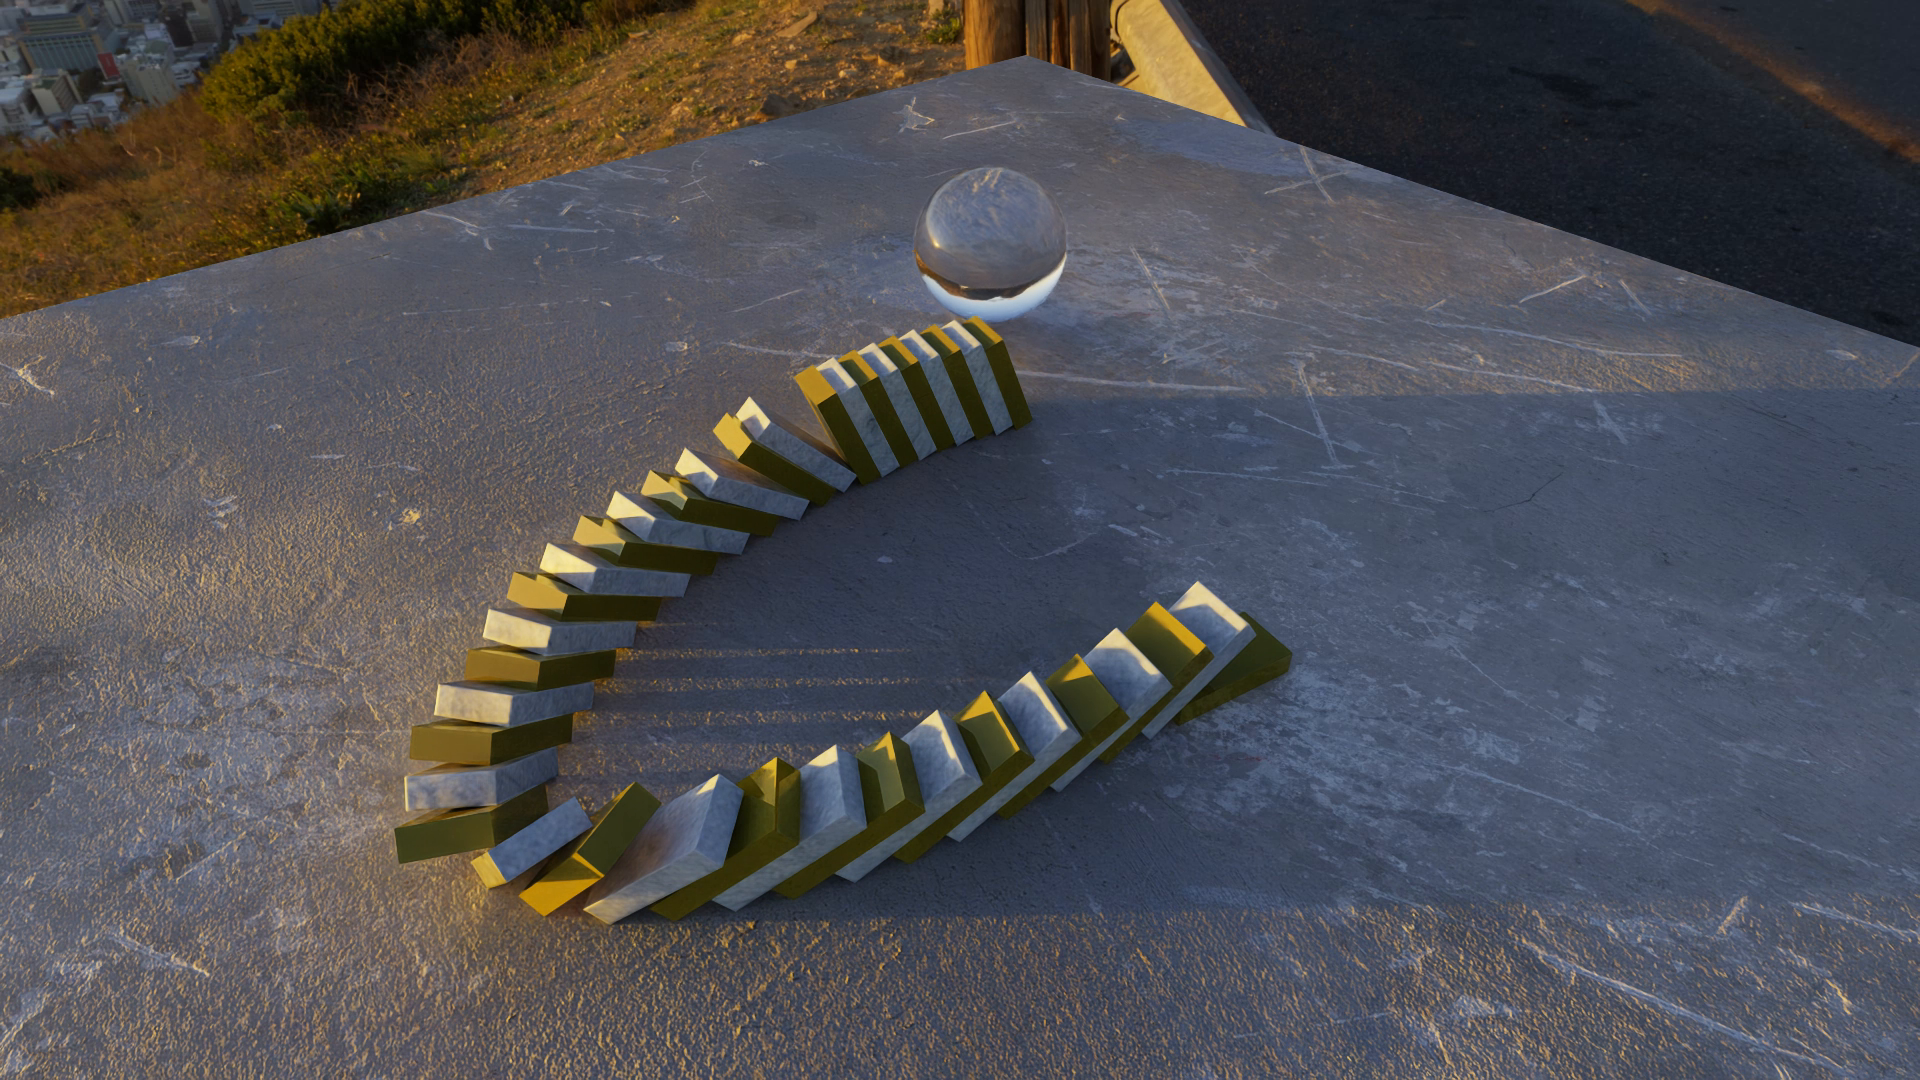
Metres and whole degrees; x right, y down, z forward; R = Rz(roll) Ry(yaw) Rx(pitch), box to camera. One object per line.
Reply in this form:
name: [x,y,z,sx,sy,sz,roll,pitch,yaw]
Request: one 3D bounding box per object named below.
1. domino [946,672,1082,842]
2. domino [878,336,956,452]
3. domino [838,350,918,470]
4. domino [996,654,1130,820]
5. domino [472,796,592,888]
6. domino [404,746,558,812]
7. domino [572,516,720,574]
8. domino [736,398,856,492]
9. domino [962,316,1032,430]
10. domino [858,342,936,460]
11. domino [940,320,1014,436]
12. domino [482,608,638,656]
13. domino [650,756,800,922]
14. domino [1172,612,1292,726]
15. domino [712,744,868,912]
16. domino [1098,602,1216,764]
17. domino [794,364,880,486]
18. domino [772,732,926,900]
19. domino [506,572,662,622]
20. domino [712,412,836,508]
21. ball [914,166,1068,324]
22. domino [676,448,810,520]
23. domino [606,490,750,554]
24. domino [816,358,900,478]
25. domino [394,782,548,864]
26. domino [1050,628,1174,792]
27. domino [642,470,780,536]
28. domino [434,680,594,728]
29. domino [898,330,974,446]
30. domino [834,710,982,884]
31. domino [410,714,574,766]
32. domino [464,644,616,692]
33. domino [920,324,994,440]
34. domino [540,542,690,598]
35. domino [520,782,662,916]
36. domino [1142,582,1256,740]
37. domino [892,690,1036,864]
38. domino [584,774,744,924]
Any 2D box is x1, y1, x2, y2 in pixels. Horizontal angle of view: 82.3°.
domino: [0.011,0.067,0.340,0.050,0.010,0.025,-41,45,7]
domino: [-0.019,-0.065,0.490,0.009,0.050,0.025,-33,46,-6]
domino: [-0.036,-0.057,0.481,0.009,0.050,0.025,-33,46,-6]
domino: [0.026,0.062,0.348,0.050,0.009,0.025,-40,46,3]
domino: [-0.122,0.086,0.311,0.025,0.050,0.010,-32,90,-33]
domino: [-0.142,0.071,0.331,0.025,0.010,0.050,-4,-3,-1]
domino: [-0.118,0.002,0.418,0.025,0.009,0.050,26,8,28]
domino: [-0.069,-0.040,0.464,0.010,0.050,0.025,-52,43,7]
domino: [0.017,-0.076,0.504,0.009,0.050,0.025,-33,46,-6]
domino: [-0.028,-0.061,0.485,0.009,0.050,0.025,-33,46,-6]
domino: [0.007,-0.074,0.501,0.009,0.050,0.025,-33,46,-6]
domino: [-0.137,0.031,0.382,0.025,0.010,0.050,13,2,16]
domino: [-0.067,0.086,0.315,0.050,0.010,0.025,-35,35,20]
domino: [0.089,0.045,0.389,0.050,0.010,0.025,-21,44,-23]
domino: [-0.051,0.084,0.319,0.050,0.010,0.025,-35,38,15]
domino: [0.057,0.047,0.365,0.050,0.010,0.025,-45,48,0]
domino: [-0.052,-0.048,0.470,0.010,0.050,0.025,-34,47,-7]
domino: [-0.035,0.081,0.323,0.050,0.010,0.025,-36,39,14]
domino: [-0.134,0.021,0.395,0.025,0.010,0.050,19,4,23]
domino: [-0.076,-0.033,0.457,0.010,0.050,0.025,-51,48,7]
ball: [0.016,-0.154,0.576,0.080,0.080,0.080,0,39,0]
domino: [-0.088,-0.022,0.448,0.025,0.010,0.050,36,13,36]
domino: [-0.109,-0.006,0.428,0.025,0.010,0.050,30,10,31]
domino: [-0.044,-0.053,0.476,0.009,0.050,0.025,-33,46,-6]
domino: [-0.140,0.081,0.319,0.025,0.010,0.050,-9,-3,-5]
domino: [0.042,0.055,0.357,0.050,0.010,0.025,-43,48,1]
domino: [-0.099,-0.014,0.438,0.025,0.009,0.050,32,11,33]
domino: [-0.143,0.051,0.357,0.025,0.009,0.050,7,-1,10]
domino: [-0.011,-0.068,0.494,0.009,0.050,0.025,-33,46,-6]
domino: [-0.019,0.076,0.328,0.050,0.010,0.025,-40,42,10]
domino: [-0.145,0.061,0.344,0.025,0.010,0.050,3,-2,7]
domino: [-0.139,0.041,0.369,0.025,0.010,0.050,8,0,10]
domino: [-0.002,-0.071,0.498,0.010,0.050,0.025,-33,46,-6]
domino: [-0.126,0.012,0.406,0.025,0.009,0.050,22,5,25]
domino: [-0.104,0.087,0.309,0.010,0.050,0.025,44,44,-9]
domino: [0.073,0.040,0.372,0.050,0.010,0.025,-45,48,1]
domino: [-0.004,0.072,0.334,0.050,0.010,0.025,-41,44,7]
domino: [-0.084,0.088,0.312,0.050,0.009,0.025,-32,30,28]
